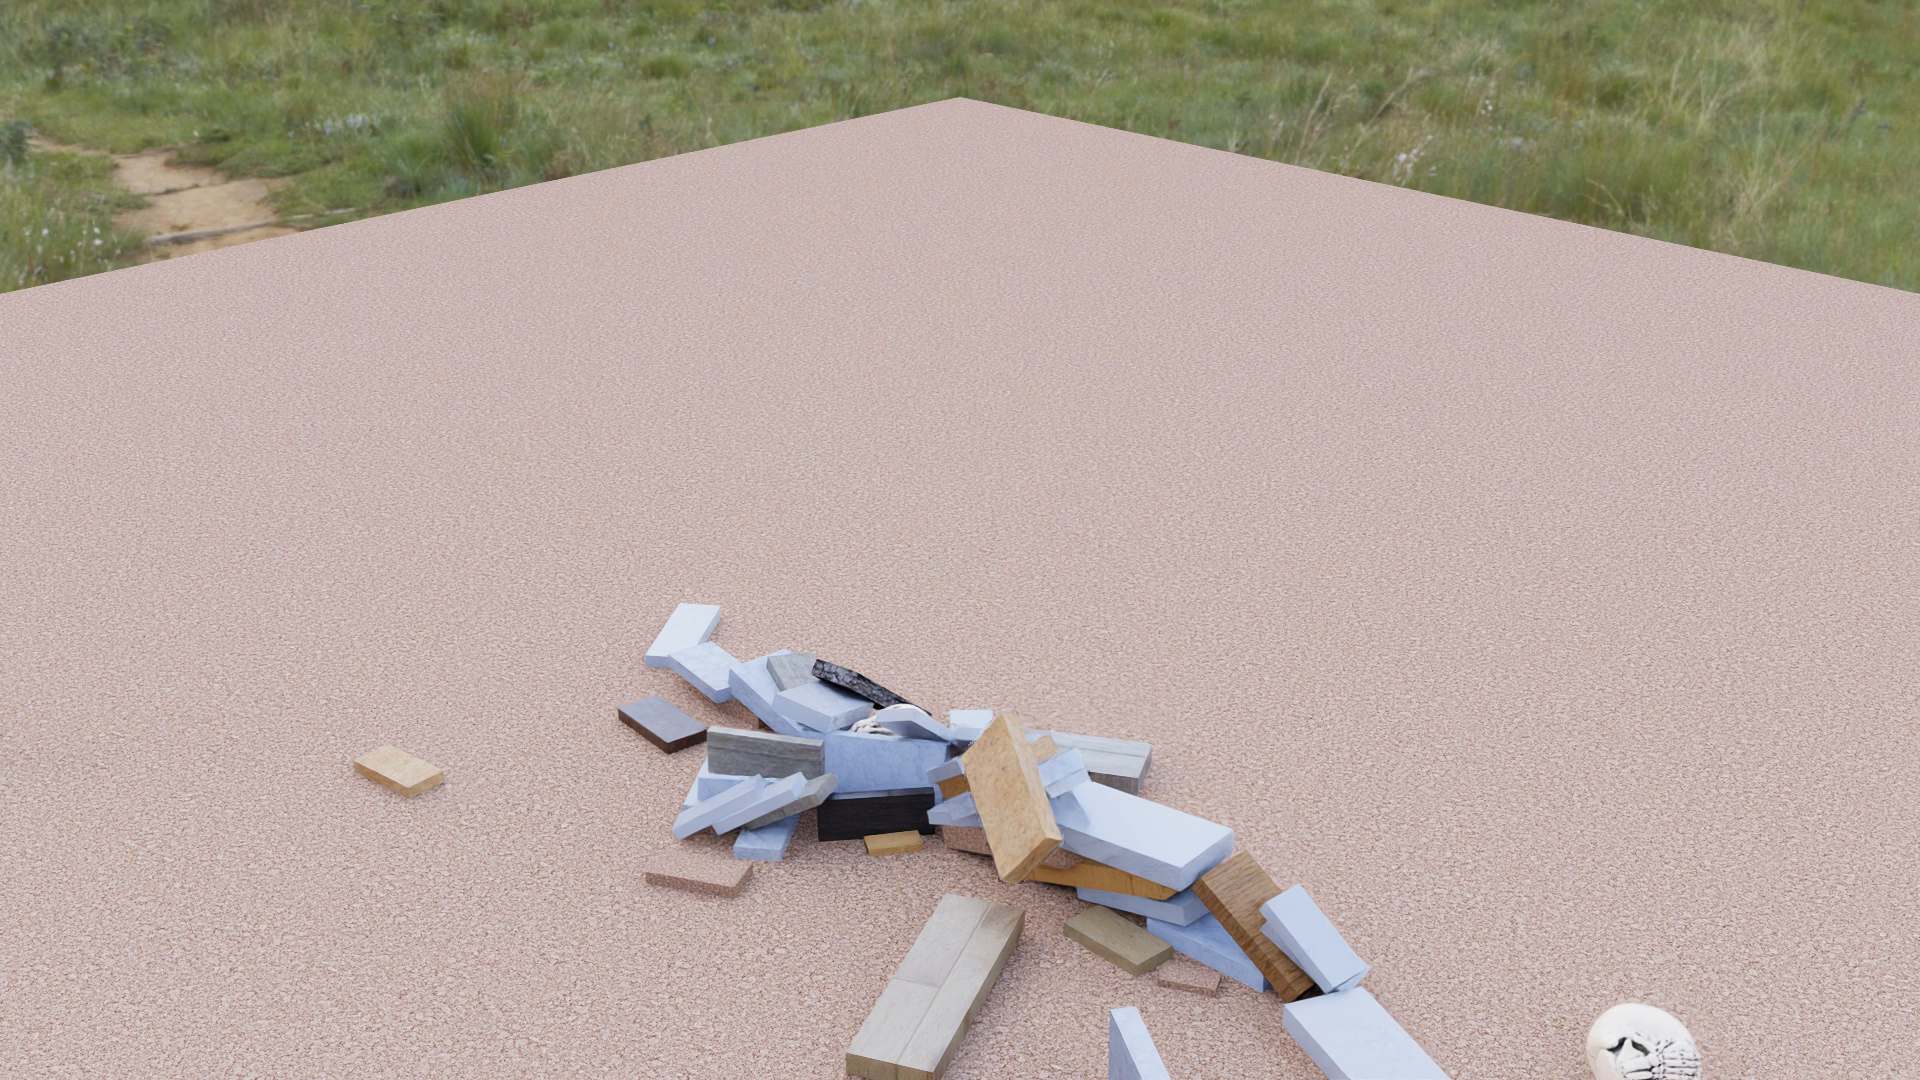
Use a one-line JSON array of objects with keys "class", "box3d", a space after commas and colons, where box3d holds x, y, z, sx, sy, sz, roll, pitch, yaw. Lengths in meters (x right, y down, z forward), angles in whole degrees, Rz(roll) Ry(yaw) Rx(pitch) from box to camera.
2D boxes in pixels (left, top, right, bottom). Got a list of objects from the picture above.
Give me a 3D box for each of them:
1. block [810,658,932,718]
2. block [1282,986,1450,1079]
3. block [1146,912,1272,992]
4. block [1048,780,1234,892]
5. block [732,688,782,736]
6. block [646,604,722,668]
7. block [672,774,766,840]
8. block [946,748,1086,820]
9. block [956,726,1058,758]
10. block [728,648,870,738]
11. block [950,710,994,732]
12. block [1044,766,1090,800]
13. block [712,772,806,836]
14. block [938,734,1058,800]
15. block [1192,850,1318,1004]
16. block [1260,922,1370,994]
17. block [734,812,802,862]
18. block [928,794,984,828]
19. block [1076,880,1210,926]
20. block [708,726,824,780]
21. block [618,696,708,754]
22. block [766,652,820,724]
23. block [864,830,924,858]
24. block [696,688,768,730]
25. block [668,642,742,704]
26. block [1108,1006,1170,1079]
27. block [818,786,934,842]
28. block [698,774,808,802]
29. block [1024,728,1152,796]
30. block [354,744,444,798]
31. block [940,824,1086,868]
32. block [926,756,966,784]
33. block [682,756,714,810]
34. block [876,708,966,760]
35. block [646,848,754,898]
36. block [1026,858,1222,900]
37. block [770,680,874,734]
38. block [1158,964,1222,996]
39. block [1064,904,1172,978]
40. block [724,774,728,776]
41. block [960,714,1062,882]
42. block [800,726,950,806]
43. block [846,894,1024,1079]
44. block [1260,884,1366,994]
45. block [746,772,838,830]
[{"class": "block", "box3d": [-0.189, 0.331, 4.718, 0.128, 0.036, 0.256, 14, -14, 46]}, {"class": "block", "box3d": [0.682, 0.862, 3.674, 0.153, 0.043, 0.307, -8, 24, -19]}, {"class": "block", "box3d": [0.484, 0.727, 3.999, 0.265, 0.038, 0.133, 21, 31, 40]}, {"class": "block", "box3d": [0.313, 0.540, 4.055, 0.342, 0.048, 0.171, 15, 27, 37]}, {"class": "block", "box3d": [-0.381, 0.365, 4.790, 0.114, 0.032, 0.228, -21, 44, -40]}, {"class": "block", "box3d": [-0.651, 0.225, 5.192, 0.102, 0.029, 0.291, 4, 23, 8]}, {"class": "block", "box3d": [-0.476, 0.528, 4.357, 0.184, 0.026, 0.092, -27, 11, 8]}, {"class": "block", "box3d": [0.104, 0.464, 4.172, 0.137, 0.039, 0.275, -21, -4, -38]}, {"class": "block", "box3d": [0.094, 0.407, 4.392, 0.194, 0.028, 0.097, 6, -18, 10]}, {"class": "block", "box3d": [-0.349, 0.353, 4.748, 0.152, 0.043, 0.303, -18, 43, -38]}, {"class": "block", "box3d": [0.027, 0.421, 4.736, 0.092, 0.026, 0.184, -1, 23, -2]}, {"class": "block", "box3d": [0.161, 0.474, 4.163, 0.094, 0.027, 0.187, -23, -4, -30]}, {"class": "block", "box3d": [-0.395, 0.519, 4.335, 0.182, 0.026, 0.091, -26, 11, 15]}, {"class": "block", "box3d": [0.071, 0.444, 4.292, 0.137, 0.039, 0.274, -22, -4, -27]}, {"class": "block", "box3d": [0.547, 0.687, 3.916, 0.133, 0.038, 0.266, -22, 64, -41]}, {"class": "block", "box3d": [0.626, 0.721, 3.881, 0.186, 0.026, 0.093, 42, 44, 13]}, {"class": "block", "box3d": [-0.381, 0.576, 4.369, 0.094, 0.027, 0.187, 4, 23, 9]}, {"class": "block", "box3d": [0.082, 0.529, 4.280, 0.294, 0.028, 0.097, -3, 14, 38]}, {"class": "block", "box3d": [0.359, 0.652, 4.104, 0.133, 0.038, 0.266, -21, 19, -41]}, {"class": "block", "box3d": [-0.393, 0.439, 4.449, 0.242, 0.091, 0.026, 6, 19, 14]}, {"class": "block", "box3d": [-0.646, 0.401, 4.779, 0.102, 0.029, 0.204, -17, 29, -36]}, {"class": "block", "box3d": [-0.334, 0.318, 4.741, 0.102, 0.029, 0.204, -6, 36, -25]}, {"class": "block", "box3d": [-0.131, 0.598, 4.332, 0.109, 0.015, 0.054, -5, 24, -12]}, {"class": "block", "box3d": [-0.475, 0.350, 4.894, 0.114, 0.032, 0.228, -20, 30, -39]}, {"class": "block", "box3d": [-0.552, 0.296, 4.939, 0.114, 0.032, 0.228, -15, 27, -32]}, {"class": "block", "box3d": [0.296, 0.890, 3.467, 0.043, 0.153, 0.307, -5, 23, -11]}, {"class": "block", "box3d": [-0.166, 0.544, 4.360, 0.231, 0.094, 0.027, -3, 23, -7]}, {"class": "block", "box3d": [-0.414, 0.503, 4.415, 0.223, 0.054, 0.015, 4, 24, -4]}, {"class": "block", "box3d": [0.239, 0.463, 4.615, 0.303, 0.043, 0.152, 6, 24, 14]}, {"class": "block", "box3d": [-1.172, 0.482, 4.591, 0.183, 0.026, 0.091, 18, 29, 36]}, {"class": "block", "box3d": [0.142, 0.561, 4.257, 0.171, 0.048, 0.342, -21, 15, -40]}, {"class": "block", "box3d": [0.009, 0.436, 4.299, 0.097, 0.028, 0.194, -23, -4, -23]}, {"class": "block", "box3d": [-0.476, 0.502, 4.531, 0.128, 0.036, 0.256, 3, 23, 7]}, {"class": "block", "box3d": [-0.038, 0.410, 4.476, 0.092, 0.026, 0.313, -7, -28, 38]}, {"class": "block", "box3d": [-0.500, 0.639, 4.220, 0.183, 0.026, 0.091, 7, 24, 16]}, {"class": "block", "box3d": [0.302, 0.602, 4.141, 0.342, 0.048, 0.171, 0, 16, 45]}, {"class": "block", "box3d": [-0.283, 0.344, 4.558, 0.128, 0.036, 0.256, 22, 9, 16]}, {"class": "block", "box3d": [0.407, 0.780, 3.902, 0.104, 0.015, 0.052, 7, 24, 17]}, {"class": "block", "box3d": [0.287, 0.729, 4.008, 0.093, 0.026, 0.186, -19, 30, -38]}, {"class": "block", "box3d": [-0.451, 0.472, 4.522, 0.091, 0.026, 0.182, -9, 25, -20]}, {"class": "block", "box3d": [0.091, 0.468, 3.998, 0.039, 0.137, 0.274, 14, 41, -36]}, {"class": "block", "box3d": [-0.176, 0.472, 4.447, 0.303, 0.152, 0.043, 5, 7, 12]}, {"class": "block", "box3d": [-0.035, 0.781, 3.841, 0.153, 0.043, 0.495, 9, 26, 17]}, {"class": "block", "box3d": [0.618, 0.699, 3.858, 0.093, 0.026, 0.186, -19, 61, -40]}, {"class": "block", "box3d": [-0.333, 0.515, 4.334, 0.182, 0.026, 0.091, -23, 12, 28]}]
